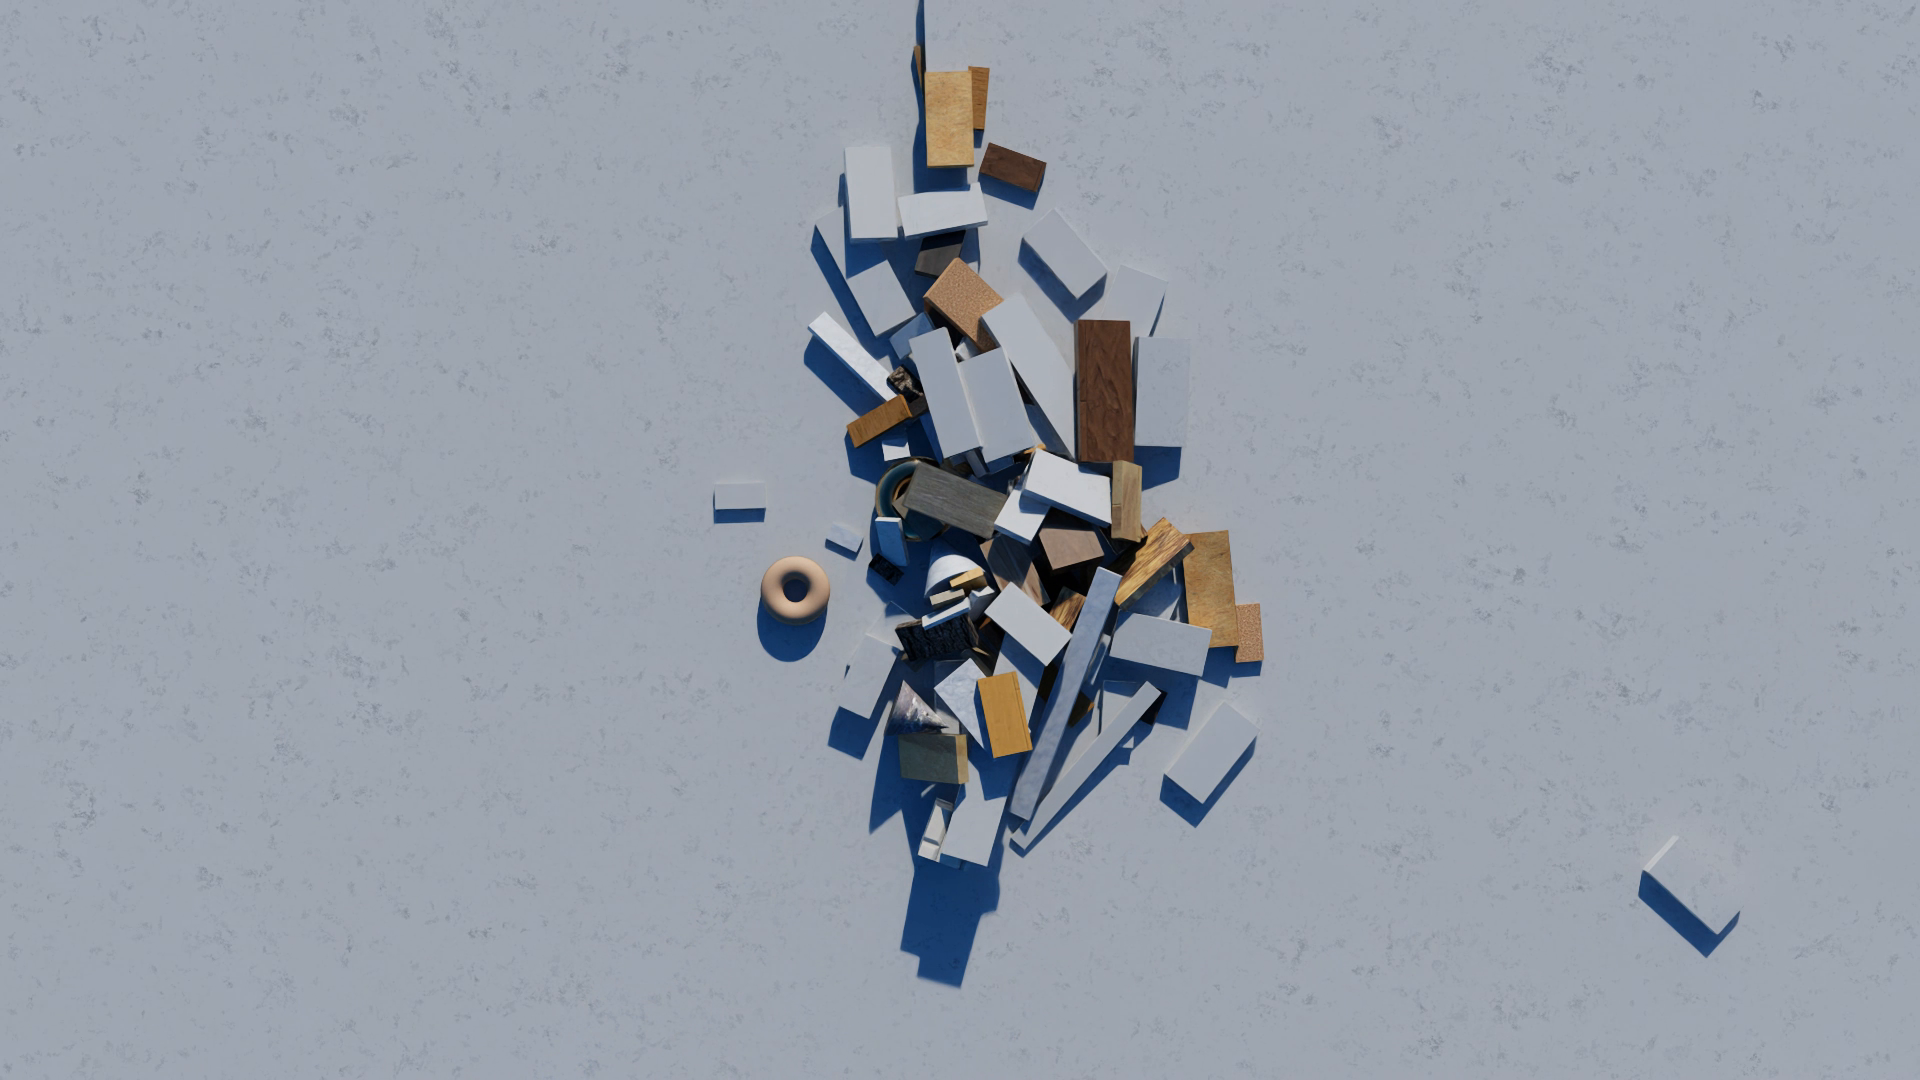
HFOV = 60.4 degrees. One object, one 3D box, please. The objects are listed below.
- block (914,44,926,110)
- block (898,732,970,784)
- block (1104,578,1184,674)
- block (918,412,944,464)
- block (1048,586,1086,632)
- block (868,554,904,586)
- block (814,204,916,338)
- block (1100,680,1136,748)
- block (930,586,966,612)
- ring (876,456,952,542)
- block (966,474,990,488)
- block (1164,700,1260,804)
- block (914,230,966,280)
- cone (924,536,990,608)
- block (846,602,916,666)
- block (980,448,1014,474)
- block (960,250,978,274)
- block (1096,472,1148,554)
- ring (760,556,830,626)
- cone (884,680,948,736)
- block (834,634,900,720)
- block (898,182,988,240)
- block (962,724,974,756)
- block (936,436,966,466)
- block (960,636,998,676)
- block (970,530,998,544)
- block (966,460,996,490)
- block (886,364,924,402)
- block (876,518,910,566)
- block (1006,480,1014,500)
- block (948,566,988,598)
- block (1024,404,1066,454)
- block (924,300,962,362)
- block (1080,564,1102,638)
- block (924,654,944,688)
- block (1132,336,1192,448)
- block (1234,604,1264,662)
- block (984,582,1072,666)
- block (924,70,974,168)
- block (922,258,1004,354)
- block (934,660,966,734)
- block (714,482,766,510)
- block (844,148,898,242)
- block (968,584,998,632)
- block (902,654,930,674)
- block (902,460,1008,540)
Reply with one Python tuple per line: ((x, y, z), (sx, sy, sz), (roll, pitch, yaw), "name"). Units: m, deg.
((-0.086, -1.546, 5.486), (0.102, 0.029, 0.203), (-11, 90, 0), "block")
((-0.089, 0.705, 5.369), (0.043, 0.304, 0.152), (-4, 90, -39), "block")
((0.607, 0.268, 5.478), (0.155, 0.044, 0.310), (23, 90, 0), "block")
((-0.058, -0.339, 5.420), (0.090, 0.026, 0.180), (-24, 86, 2), "block")
((0.334, 0.241, 5.350), (0.084, 0.024, 0.167), (27, 90, 0), "block")
((-0.246, 0.097, 5.477), (0.113, 0.016, 0.056), (38, 127, 0), "block")
((-0.314, -0.901, 5.478), (0.153, 0.043, 0.431), (-28, 90, 0), "block")
((0.526, 0.578, 5.485), (0.108, 0.031, 0.216), (3, 90, 0), "block")
((-0.025, 0.228, 5.396), (0.109, 0.219, 0.031), (-18, 62, 0), "block")
((-0.140, -0.136, 5.454), (0.285, 0.095, 0.285), (0, 89, 1), "ring")
((0.070, -0.148, 5.403), (0.140, 0.020, 0.070), (36, 80, -22), "block")
((0.838, 0.703, 5.478), (0.155, 0.044, 0.310), (38, 90, 0), "block")
((-0.055, -0.988, 5.451), (0.129, 0.037, 0.258), (14, 78, 3), "block")
((-0.048, 0.065, 5.448), (0.233, 0.233, 0.233), (-22, 63, 0), "cone")
((-0.251, 0.343, 5.482), (0.126, 0.036, 0.253), (36, 90, 0), "block")
((0.105, -0.304, 5.378), (0.081, 0.023, 0.163), (-25, 84, 1), "block")
((-0.005, -0.832, 5.482), (0.129, 0.037, 0.258), (-1, 90, 0), "block")
((0.503, -0.088, 5.456), (0.124, 0.035, 0.247), (-32, 82, -1), "block")
((-0.545, 0.168, 5.462), (0.232, 0.077, 0.232), (0, 91, 0), "ring")
((-0.126, 0.583, 5.408), (0.197, 0.197, 0.197), (20, 90, -3), "cone")
((-0.306, 0.449, 5.446), (0.126, 0.036, 0.252), (24, 90, 0), "block")
((-0.057, -1.082, 5.433), (0.276, 0.039, 0.138), (-11, 77, -2), "block")
((0.078, 0.624, 5.446), (0.142, 0.040, 0.284), (-3, 91, -30), "block")
((-0.027, -0.298, 5.377), (0.057, 0.016, 0.113), (-27, 84, -40), "block")
((0.127, 0.448, 5.426), (0.283, 0.142, 0.040), (46, 108, 0), "block")
((0.100, -0.016, 5.487), (0.095, 0.027, 0.190), (-36, 90, 0), "block")
((0.034, -0.216, 5.463), (0.090, 0.026, 0.180), (-37, 105, 3), "block")
((-0.166, -0.506, 5.473), (0.148, 0.021, 0.074), (46, 63, 0), "block")
((-0.222, 0.006, 5.434), (0.084, 0.024, 0.168), (3, 121, 25), "block")
((0.197, -0.100, 5.471), (0.095, 0.027, 0.190), (8, 85, -9), "block")
((0.038, 0.164, 5.396), (0.109, 0.219, 0.031), (-22, 63, 0), "block")
((0.284, -0.364, 5.437), (0.276, 0.039, 0.138), (9, 85, -12), "block")
((-0.044, -0.674, 5.448), (0.129, 0.037, 0.258), (-5, 95, 0), "block")
((0.429, 0.180, 5.429), (0.039, 0.139, 0.277), (-2, 90, -6), "block")
((-0.088, 0.423, 5.490), (0.070, 0.020, 0.139), (-3, 90, 0), "block")
((0.663, -0.488, 5.447), (0.178, 0.050, 0.356), (1, 94, -11), "block")
((0.955, 0.308, 5.487), (0.095, 0.027, 0.190), (-5, 90, 0), "block")
((0.219, 0.271, 5.304), (0.264, 0.037, 0.132), (41, 80, 4), "block")
((-0.035, -1.378, 5.410), (0.153, 0.043, 0.306), (-2, 90, 0), "block")
((0.059, -0.747, 5.413), (0.338, 0.048, 0.169), (41, 80, -17), "block")
((-0.012, 0.541, 5.467), (0.142, 0.040, 0.284), (-1, 90, -11), "block")
((-0.730, -0.146, 5.488), (0.167, 0.024, 0.084), (-2, 90, 0), "block")
((-0.296, -1.142, 5.447), (0.153, 0.043, 0.306), (-3, 84, -13), "block")
((0.039, 0.249, 5.398), (0.031, 0.109, 0.219), (43, 123, 26), "block")
((-0.125, 0.367, 5.470), (0.070, 0.020, 0.140), (45, 102, 11), "block")
((-0.017, -0.128, 5.340), (0.309, 0.044, 0.154), (21, 94, -14), "block")
